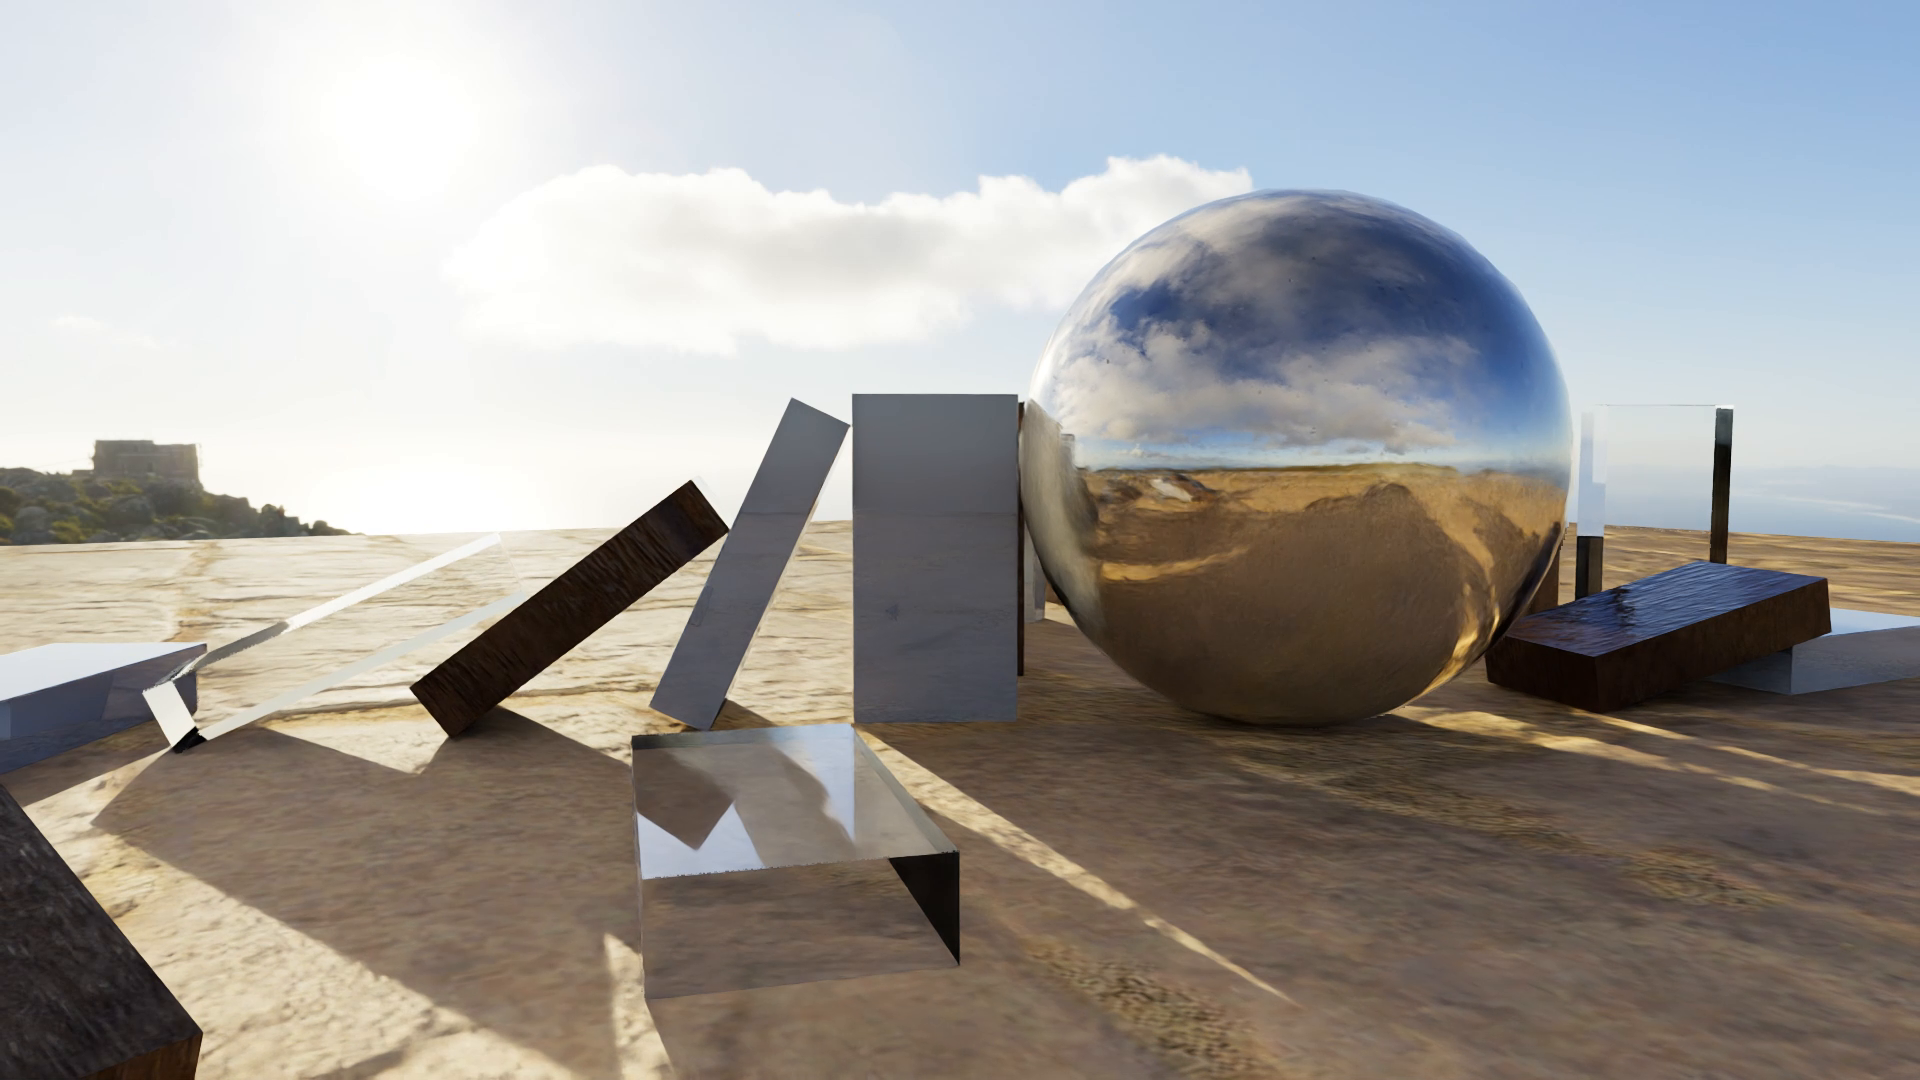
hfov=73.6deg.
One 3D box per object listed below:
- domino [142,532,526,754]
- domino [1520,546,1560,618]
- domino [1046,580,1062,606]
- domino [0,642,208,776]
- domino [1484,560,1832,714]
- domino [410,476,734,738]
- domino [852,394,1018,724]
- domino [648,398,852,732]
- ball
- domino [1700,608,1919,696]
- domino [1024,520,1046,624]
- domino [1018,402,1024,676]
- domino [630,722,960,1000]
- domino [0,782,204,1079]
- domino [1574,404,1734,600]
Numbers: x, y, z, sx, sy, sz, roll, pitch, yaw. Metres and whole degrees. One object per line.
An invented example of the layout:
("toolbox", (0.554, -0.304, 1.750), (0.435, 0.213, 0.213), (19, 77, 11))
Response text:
("domino", (-0.092, 0.014, 0.194), (0.050, 0.010, 0.025), (-25, 12, -17))
("domino", (0.123, -0.004, 0.288), (0.025, 0.050, 0.009), (-3, 5, -35))
("domino", (0.031, -0.008, 0.338), (0.009, 0.050, 0.025), (-1, 5, -18))
("domino", (-0.137, 0.024, 0.189), (0.025, 0.009, 0.050), (0, 4, -2))
("domino", (0.119, 0.016, 0.220), (0.050, 0.009, 0.025), (-14, 10, -17))
("domino", (-0.058, 0.009, 0.199), (0.050, 0.009, 0.025), (-37, 9, -4))
("domino", (-0.004, 0.003, 0.199), (0.025, 0.050, 0.009), (0, 4, -3))
("domino", (-0.032, 0.003, 0.200), (0.009, 0.050, 0.025), (25, 2, -5))
("ball", (0.049, -0.012, 0.194), (0.080, 0.080, 0.080), (0, 4, 0))
("domino", (0.158, 0.020, 0.239), (0.050, 0.010, 0.025), (-2, 5, -26))
("domino", (0.007, -0.006, 0.311), (0.025, 0.050, 0.009), (1, 5, 19))
("domino", (-0.001, 0.000, 0.238), (0.025, 0.050, 0.010), (0, 4, -1))
("domino", (-0.019, 0.028, 0.125), (0.025, 0.010, 0.050), (-1, 4, -15))
("domino", (-0.071, 0.023, 0.076), (0.050, 0.010, 0.025), (29, 19, 28))
("domino", (0.137, -0.001, 0.253), (0.025, 0.050, 0.010), (0, 4, -4))
